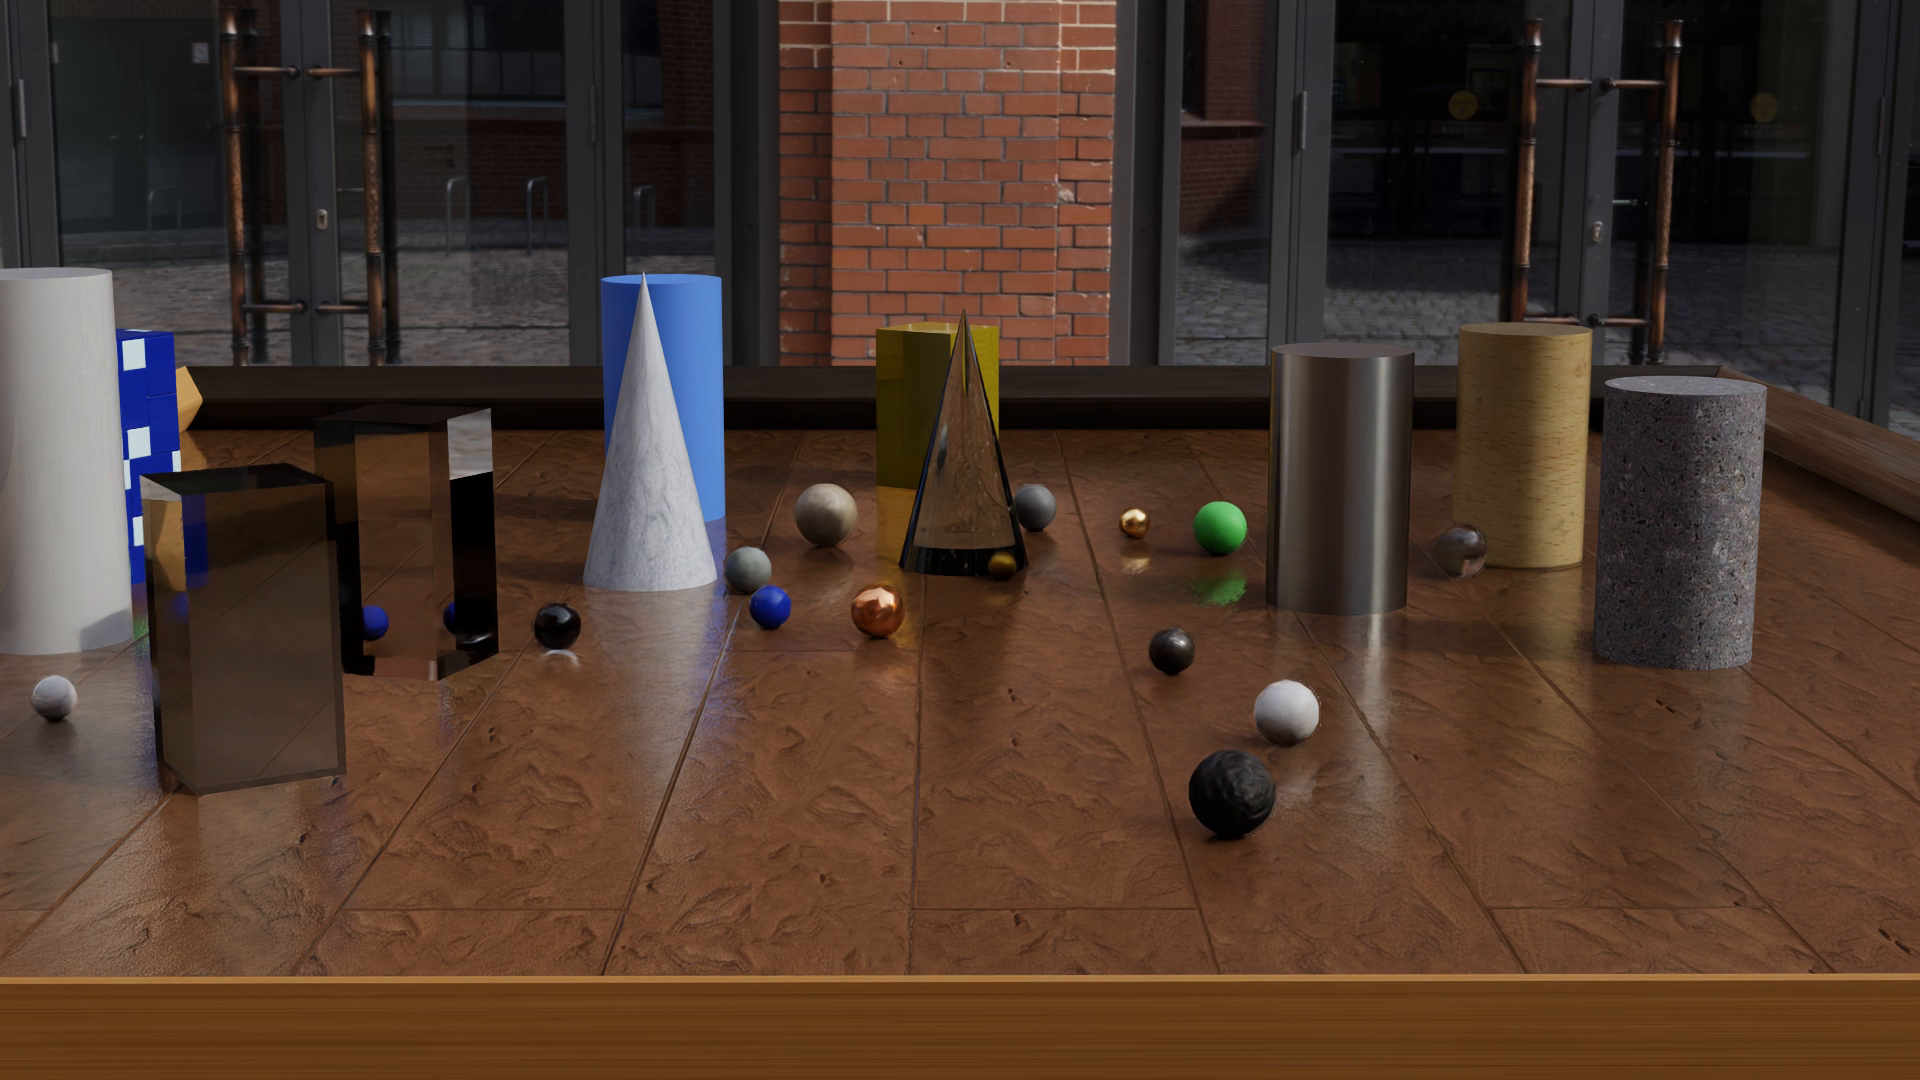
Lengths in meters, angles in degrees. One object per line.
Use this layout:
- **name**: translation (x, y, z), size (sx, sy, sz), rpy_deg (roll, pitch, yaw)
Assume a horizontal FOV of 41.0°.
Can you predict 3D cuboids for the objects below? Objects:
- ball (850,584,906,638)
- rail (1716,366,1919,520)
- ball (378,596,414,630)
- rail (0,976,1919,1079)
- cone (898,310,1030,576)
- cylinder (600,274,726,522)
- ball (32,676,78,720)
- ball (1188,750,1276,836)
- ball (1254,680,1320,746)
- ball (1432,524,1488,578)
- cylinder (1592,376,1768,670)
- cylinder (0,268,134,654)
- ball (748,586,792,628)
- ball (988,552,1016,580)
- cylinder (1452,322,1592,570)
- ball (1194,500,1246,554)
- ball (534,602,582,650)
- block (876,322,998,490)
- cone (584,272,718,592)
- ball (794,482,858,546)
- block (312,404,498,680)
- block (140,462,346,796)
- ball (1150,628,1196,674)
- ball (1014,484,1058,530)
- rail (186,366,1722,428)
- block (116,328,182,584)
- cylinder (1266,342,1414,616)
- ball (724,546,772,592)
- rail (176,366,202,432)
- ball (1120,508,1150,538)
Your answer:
- **ball**: translation (-0.105, 0.090, 3.293), size (0.070, 0.070, 0.070), rpy_deg (0, 11, 0)
- **rail**: translation (1.525, 0.031, 3.458), size (0.045, 0.125, 3.516), rpy_deg (0, 11, 0)
- **ball**: translation (-0.734, 0.095, 3.335), size (0.046, 0.046, 0.046), rpy_deg (0, 11, 0)
- **rail**: translation (0.010, 0.349, 1.744), size (3.098, 0.125, 0.045), rpy_deg (0, 11, 0)
- **cone**: translation (0.006, -0.152, 3.748), size (0.193, 0.381, 0.193), rpy_deg (0, 11, 0)
- **cylinder**: translation (-0.480, -0.230, 4.154), size (0.193, 0.385, 0.193), rpy_deg (0, 11, 0)
- **ball**: translation (-1.018, 0.177, 2.885), size (0.048, 0.048, 0.048), rpy_deg (0, 11, 0)
- **ball**: translation (0.259, 0.241, 2.449), size (0.082, 0.082, 0.082), rpy_deg (0, 11, 0)
- **ball**: translation (0.353, 0.187, 2.772), size (0.071, 0.071, 0.071), rpy_deg (0, 11, 0)
- **ball**: translation (0.717, 0.015, 3.678), size (0.077, 0.077, 0.077), rpy_deg (0, 11, 0)
- **cylinder**: translation (0.892, -0.025, 3.184), size (0.193, 0.336, 0.193), rpy_deg (0, 11, 0)
- **cylinder**: translation (-1.161, -0.104, 3.251), size (0.193, 0.467, 0.193), rpy_deg (0, 11, 0)
- **ball**: translation (-0.248, 0.087, 3.350), size (0.056, 0.056, 0.056), rpy_deg (0, 11, 0)
- **ball**: translation (0.060, 0.037, 3.657), size (0.042, 0.042, 0.042), rpy_deg (0, 11, 0)
- **cylinder**: translation (0.830, -0.142, 3.795), size (0.193, 0.342, 0.193), rpy_deg (0, 11, 0)
- **ball**: translation (0.390, -0.019, 3.854), size (0.080, 0.080, 0.080), rpy_deg (0, 11, 0)
- **ball**: translation (-0.506, 0.108, 3.223), size (0.060, 0.060, 0.060), rpy_deg (0, 11, 0)
- **block**: translation (-0.039, -0.234, 4.479), size (0.154, 0.274, 0.154), rpy_deg (7, 12, 32)
- **cone**: translation (-0.444, -0.162, 3.638), size (0.193, 0.440, 0.193), rpy_deg (0, 11, 0)
- **ball**: translation (-0.205, -0.039, 3.919), size (0.096, 0.096, 0.096), rpy_deg (0, 11, 0)
- **block**: translation (-0.674, -0.001, 3.131), size (0.154, 0.309, 0.154), rpy_deg (3, 11, 17)
- **block**: translation (-0.743, 0.088, 2.661), size (0.154, 0.306, 0.154), rpy_deg (-7, 12, -32)
- **ball**: translation (0.256, 0.134, 3.099), size (0.056, 0.056, 0.056), rpy_deg (0, 11, 0)
- **ball**: translation (0.118, -0.052, 4.053), size (0.072, 0.072, 0.072), rpy_deg (0, 11, 0)
- **rail**: translation (-0.010, -0.285, 5.154), size (3.098, 0.125, 0.045), rpy_deg (0, 11, 0)
- **block**: translation (-1.226, -0.119, 3.659), size (0.154, 0.349, 0.154), rpy_deg (5, 12, 27)
- **cylinder**: translation (0.516, -0.087, 3.491), size (0.193, 0.345, 0.193), rpy_deg (0, 11, 0)
- **ball**: translation (-0.295, 0.041, 3.571), size (0.065, 0.065, 0.065), rpy_deg (0, 11, 0)
- **rail**: translation (-1.525, 0.034, 3.440), size (0.045, 0.125, 3.516), rpy_deg (0, 11, 0)
- **ball**: translation (0.271, -0.026, 3.978), size (0.048, 0.048, 0.048), rpy_deg (0, 11, 0)
